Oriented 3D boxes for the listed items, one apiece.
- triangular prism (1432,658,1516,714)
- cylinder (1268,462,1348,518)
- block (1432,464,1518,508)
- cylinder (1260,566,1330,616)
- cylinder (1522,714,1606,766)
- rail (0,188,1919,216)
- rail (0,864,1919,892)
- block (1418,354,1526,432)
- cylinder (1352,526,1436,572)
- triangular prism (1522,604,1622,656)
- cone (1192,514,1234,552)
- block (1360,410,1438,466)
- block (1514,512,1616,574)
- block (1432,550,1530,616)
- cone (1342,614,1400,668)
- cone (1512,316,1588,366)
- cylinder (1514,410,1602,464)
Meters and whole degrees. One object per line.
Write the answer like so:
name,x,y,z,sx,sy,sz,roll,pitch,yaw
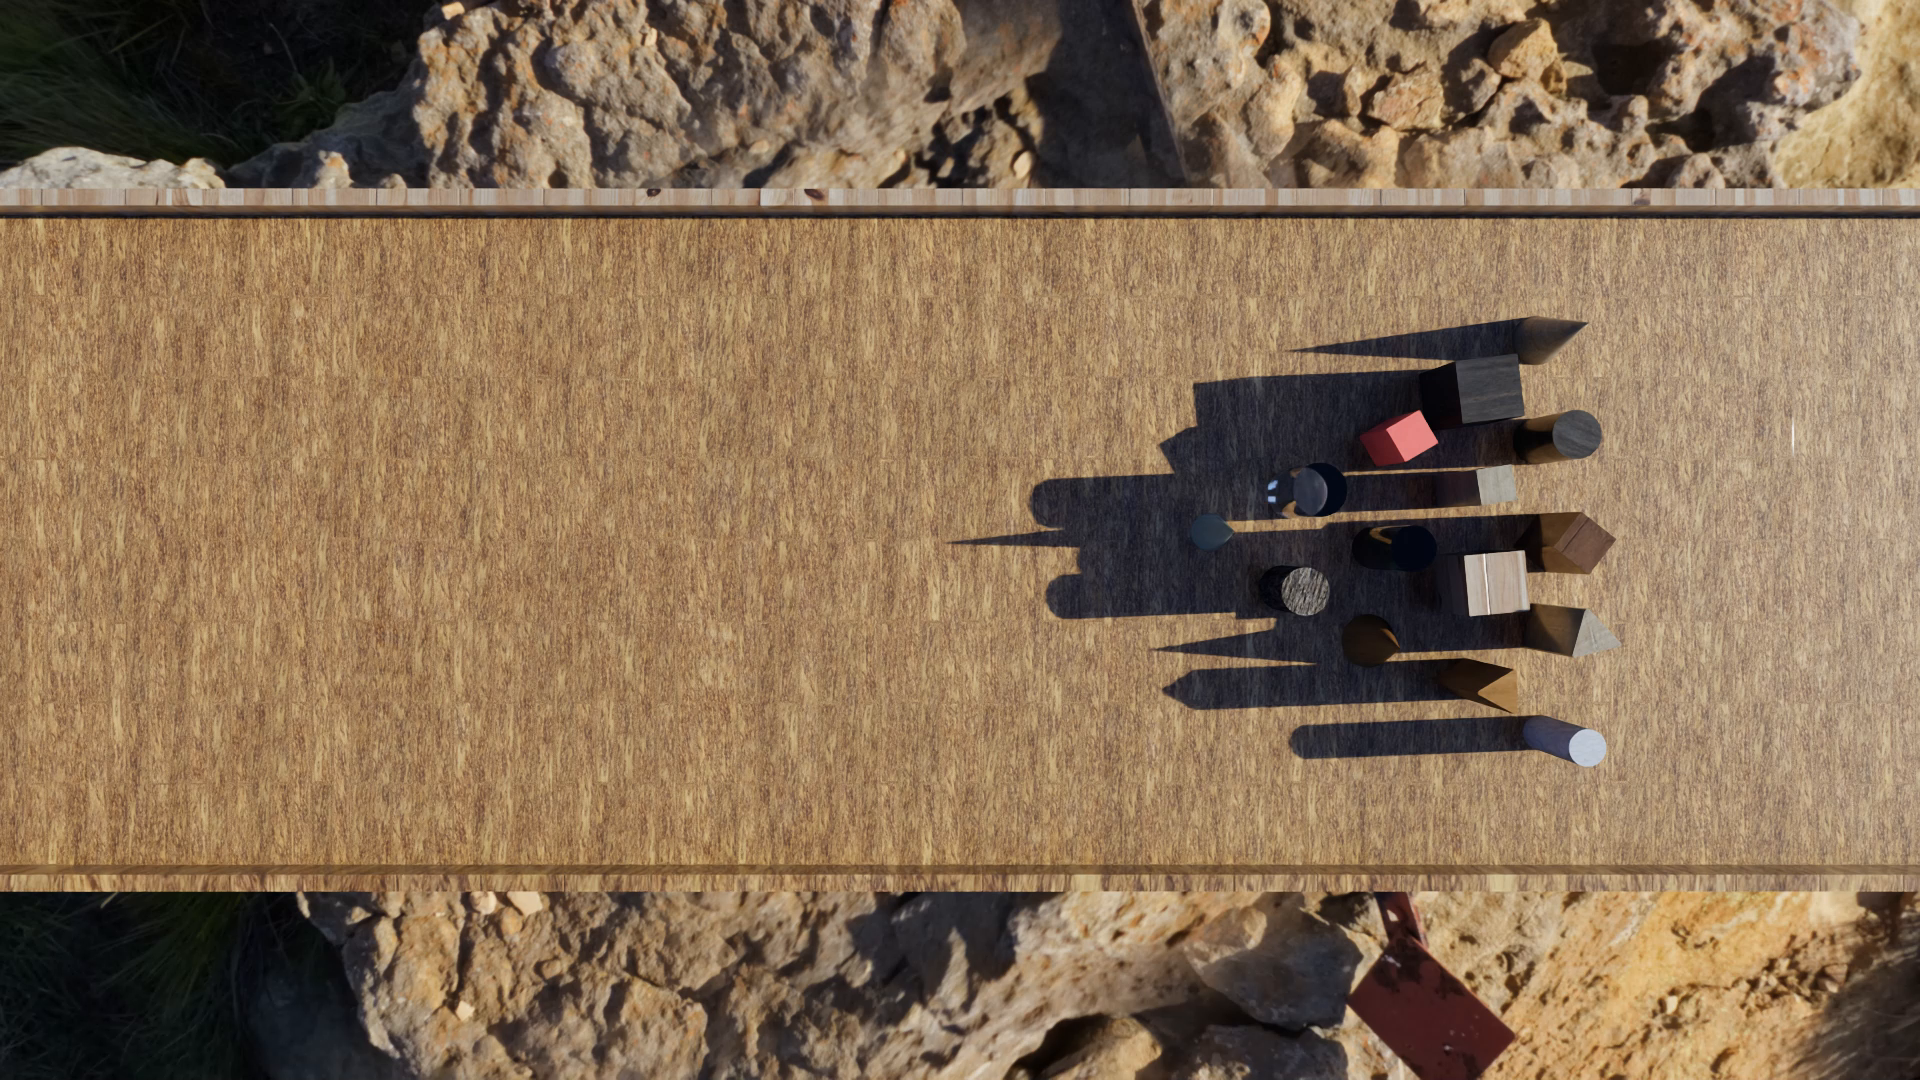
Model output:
triangular prism,1.534,0.412,4.853,0.125,0.447,0.108,29,90,0
cylinder,1.023,-0.143,4.880,0.155,0.393,0.155,0,90,0
block,1.513,-0.156,4.863,0.102,0.427,0.102,-9,90,0
cylinder,0.990,0.147,4.900,0.139,0.353,0.139,0,90,0
cylinder,1.786,0.592,4.884,0.107,0.384,0.107,0,90,0
rail,-2.247,-1.025,5.002,12.000,0.150,0.050,0,90,0
rail,-2.247,1.025,5.001,12.000,0.150,0.050,0,90,0
block,1.512,-0.432,4.890,0.179,0.373,0.179,-7,90,0
cylinder,1.272,0.024,4.850,0.131,0.453,0.131,0,90,0
triangular prism,1.783,0.254,4.865,0.141,0.423,0.122,-14,90,0
cone,0.770,-0.024,4.847,0.117,0.459,0.117,0,90,0
block,1.302,-0.300,4.911,0.110,0.331,0.110,-30,90,0
block,1.793,0.009,4.902,0.129,0.349,0.129,38,90,0
block,1.545,0.124,4.911,0.175,0.332,0.175,-5,90,0
cone,1.256,0.310,4.891,0.164,0.371,0.164,0,90,0
cone,1.775,-0.614,4.865,0.152,0.423,0.152,0,90,0
cylinder,1.773,-0.303,4.907,0.142,0.338,0.142,0,90,0
